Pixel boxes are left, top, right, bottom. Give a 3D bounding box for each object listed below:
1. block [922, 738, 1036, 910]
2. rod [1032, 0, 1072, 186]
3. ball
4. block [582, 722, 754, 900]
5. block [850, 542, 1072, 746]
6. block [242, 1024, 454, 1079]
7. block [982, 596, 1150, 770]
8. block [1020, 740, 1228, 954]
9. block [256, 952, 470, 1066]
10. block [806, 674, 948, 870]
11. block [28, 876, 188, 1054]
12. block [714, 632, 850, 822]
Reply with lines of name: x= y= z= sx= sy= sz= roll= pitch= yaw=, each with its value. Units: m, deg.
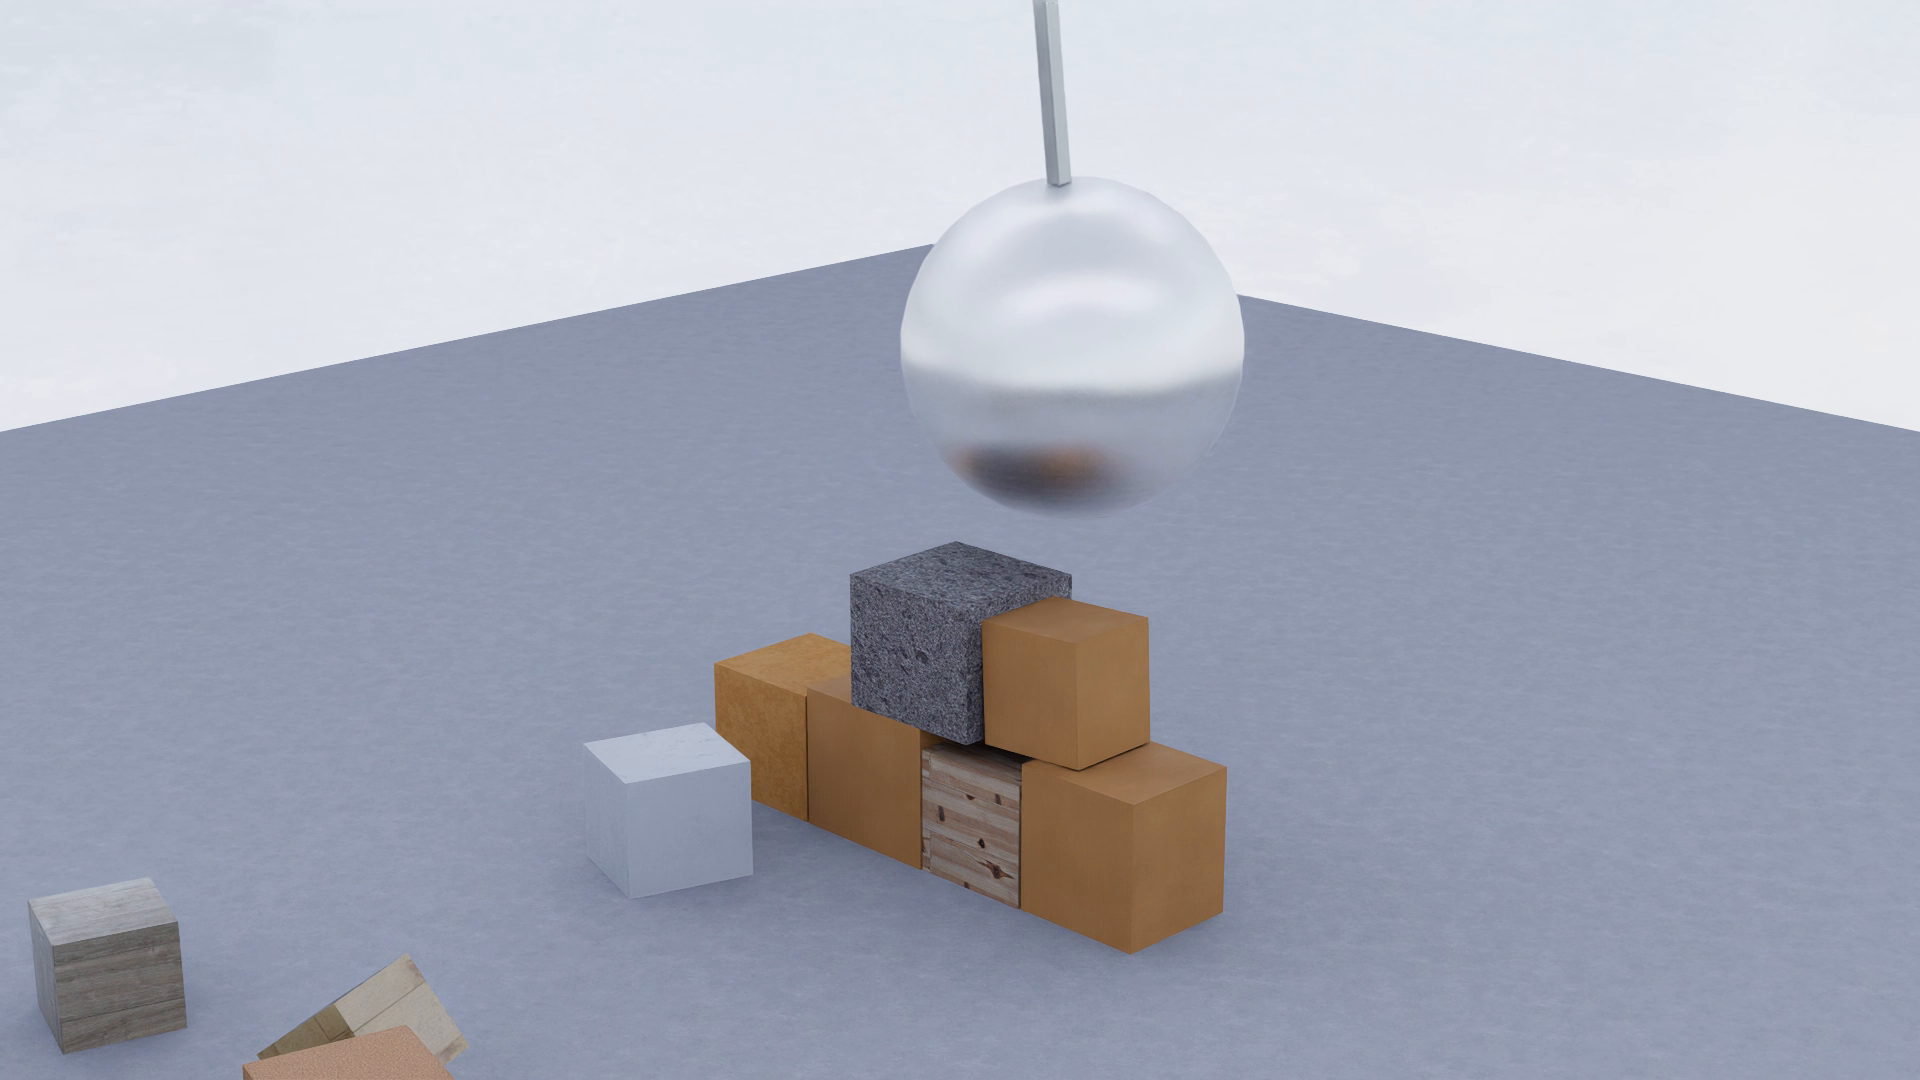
block: x=0.267 y=1.236 z=13.424 sx=0.630 sy=0.593 sz=0.612 roll=-17 pitch=24 yaw=-42
rod: x=0.225 y=-4.019 z=12.315 sx=0.080 sy=5.200 sz=0.080 roll=17 pitch=31 yaw=42
ball: x=0.520 y=-0.888 z=13.608 sx=1.600 sy=1.600 sz=1.600 roll=0 pitch=17 yaw=0
block: x=-1.343 y=1.236 z=13.476 sx=0.602 sy=0.561 sz=0.550 roll=-9 pitch=19 yaw=-26
block: x=0.004 y=0.462 z=13.501 sx=0.738 sy=0.638 sz=0.698 roll=16 pitch=24 yaw=41
block: x=-2.164 y=2.167 z=10.473 sx=0.615 sy=0.586 sz=0.507 roll=-10 pitch=20 yaw=-29
block: x=0.473 y=0.629 z=13.063 sx=0.557 sy=0.579 sz=0.487 roll=12 pitch=21 yaw=42
block: x=0.722 y=1.322 z=12.976 sx=0.616 sy=0.696 sz=0.657 roll=-17 pitch=24 yaw=-42
block: x=-2.262 y=1.937 z=11.131 sx=0.470 sy=0.432 sz=0.475 roll=-34 pitch=0 yaw=29
block: x=-0.213 y=1.037 z=13.890 sx=0.669 sy=0.693 sz=0.771 roll=-16 pitch=24 yaw=-42
block: x=-3.496 y=1.738 z=12.019 sx=0.498 sy=0.478 sz=0.496 roll=-9 pitch=20 yaw=-26
block: x=-0.740 y=0.908 z=14.386 sx=0.638 sy=0.641 sz=0.661 roll=-17 pitch=24 yaw=-42
